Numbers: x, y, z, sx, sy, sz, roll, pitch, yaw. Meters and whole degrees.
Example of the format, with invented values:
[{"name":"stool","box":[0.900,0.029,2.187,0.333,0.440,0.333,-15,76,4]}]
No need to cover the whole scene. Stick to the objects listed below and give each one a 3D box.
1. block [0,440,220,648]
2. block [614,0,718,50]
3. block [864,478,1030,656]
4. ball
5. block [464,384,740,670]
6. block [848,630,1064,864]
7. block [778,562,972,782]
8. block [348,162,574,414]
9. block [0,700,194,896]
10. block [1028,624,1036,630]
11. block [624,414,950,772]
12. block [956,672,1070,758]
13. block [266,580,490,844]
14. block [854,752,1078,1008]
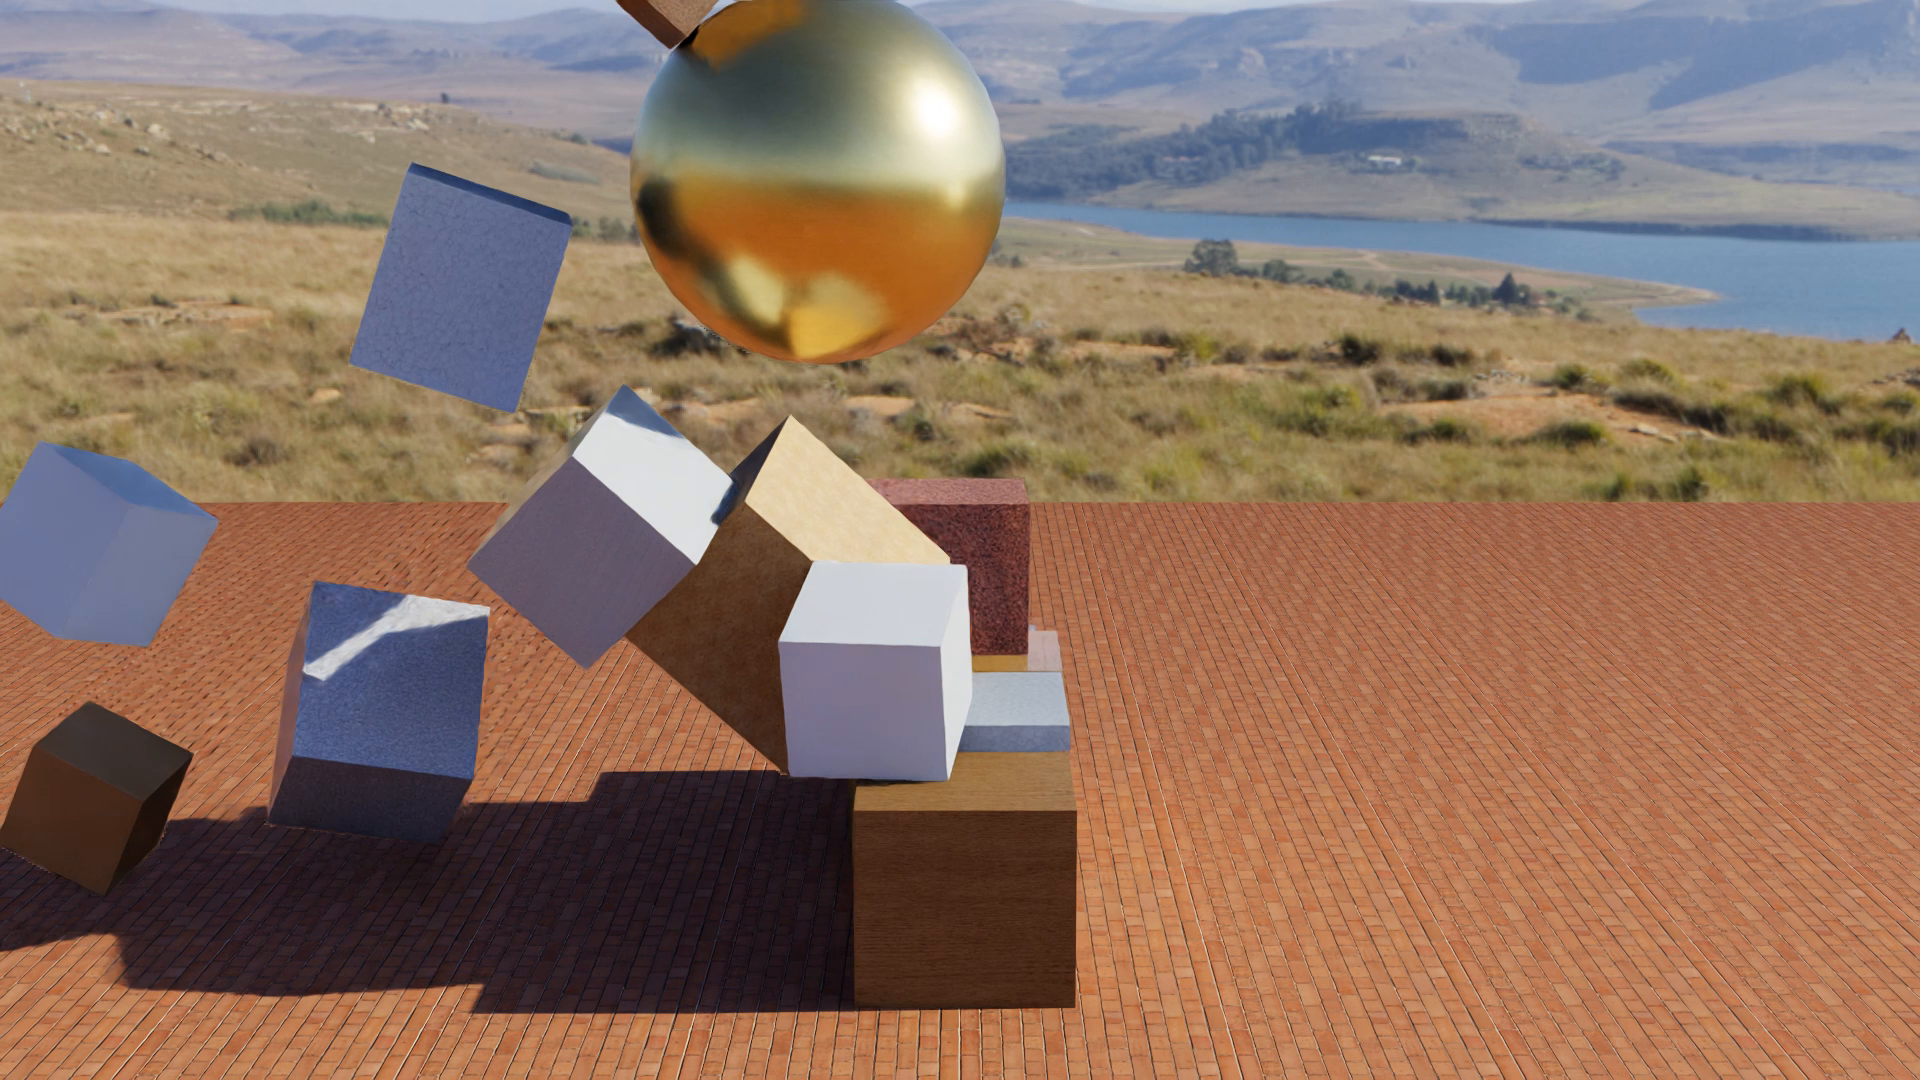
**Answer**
[{"name":"block","box":[-3.741,0.027,11.097,0.540,0.649,0.670,32,3,16]},{"name":"block","box":[-1.164,-2.511,10.626,0.575,0.688,0.671,40,-3,-14]},{"name":"block","box":[-0.074,0.115,12.005,0.762,0.697,0.762,0,10,-1]},{"name":"ball","box":[-0.602,-1.548,10.899,1.600,1.600,1.600,0,10,0]},{"name":"block","box":[-1.454,-0.057,10.524,0.731,0.653,0.685,-42,13,27]},{"name":"block","box":[-0.021,0.945,11.876,0.960,0.891,0.840,0,10,0]},{"name":"block","box":[-0.322,0.516,10.227,0.631,0.601,0.698,1,26,9]},{"name":"block","box":[-2.099,-1.073,10.818,0.696,0.812,0.727,17,8,-13]},{"name":"block","box":[-3.777,1.126,11.222,0.522,0.520,0.508,27,21,-1]},{"name":"block","box":[-0.017,0.868,12.688,0.804,0.752,0.764,0,10,0]},{"name":"block","box":[-0.743,0.224,11.044,0.862,0.958,0.867,-42,13,25]},{"name":"block","box":[0.013,1.107,10.986,0.870,0.891,0.949,0,10,0]},{"name":"block","box":[-2.617,0.788,11.530,0.774,0.825,0.861,10,-29,-18]},{"name":"block","box":[0.019,1.323,10.108,0.841,0.780,0.838,0,10,0]}]
